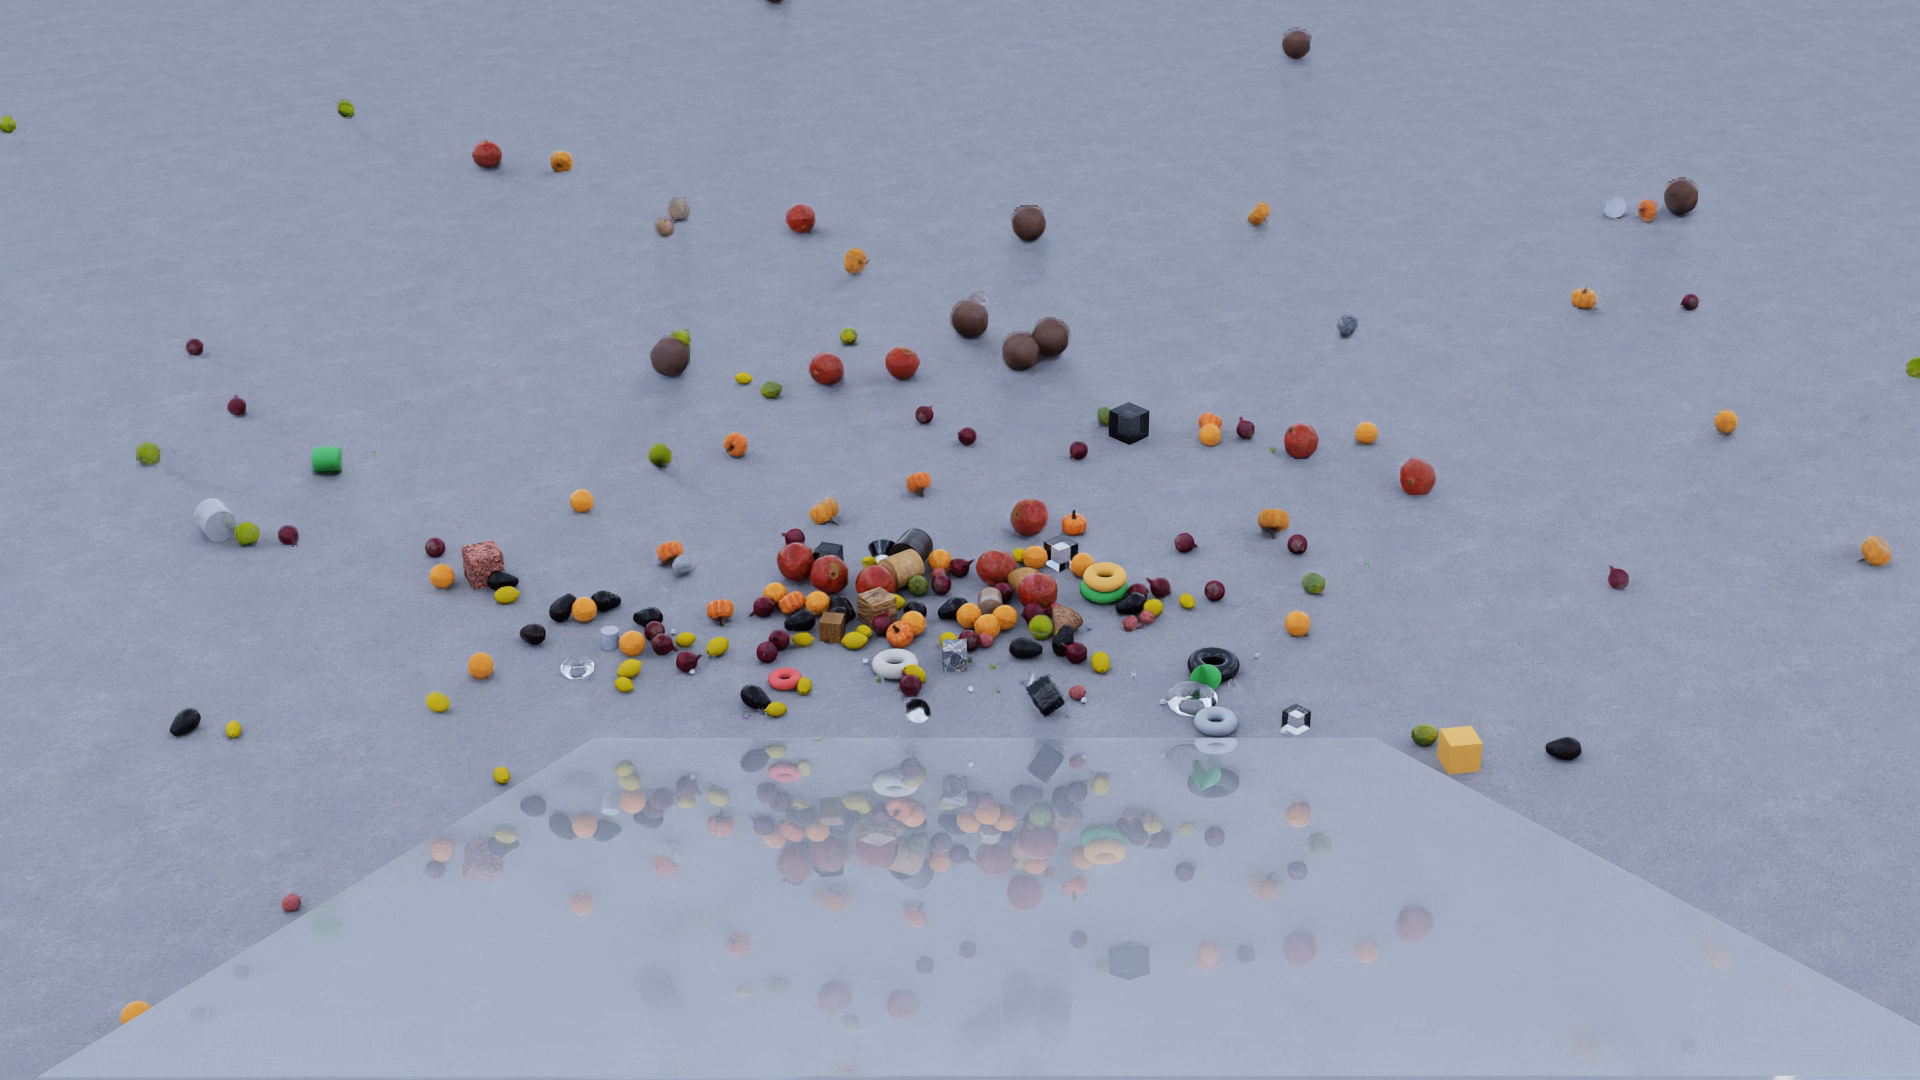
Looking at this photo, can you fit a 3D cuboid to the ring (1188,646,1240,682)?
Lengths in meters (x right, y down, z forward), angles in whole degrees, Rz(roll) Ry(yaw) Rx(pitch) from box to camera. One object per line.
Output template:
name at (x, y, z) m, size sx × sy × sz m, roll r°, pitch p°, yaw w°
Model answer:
ring at (0.693, 0.340, 7.061) m, size 0.143 × 0.048 × 0.143 m, roll 0°, pitch 30°, yaw 0°

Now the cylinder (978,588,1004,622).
cylinder at (0.086, 0.182, 7.326) m, size 0.071 × 0.071 × 0.071 m, roll -1°, pitch 30°, yaw -1°

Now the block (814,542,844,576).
block at (-0.385, 0.054, 7.567) m, size 0.067 × 0.067 × 0.067 m, roll 9°, pitch 30°, yaw 16°

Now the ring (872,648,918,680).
ring at (-0.177, 0.339, 7.067) m, size 0.128 × 0.043 × 0.128 m, roll -1°, pitch 27°, yaw 0°

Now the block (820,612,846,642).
block at (-0.357, 0.244, 7.223) m, size 0.061 × 0.061 × 0.061 m, roll 5°, pitch 29°, yaw 9°

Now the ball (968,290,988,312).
ball at (0.065, -0.854, 9.235) m, size 0.072 × 0.072 × 0.072 m, roll 0°, pitch 28°, yaw 0°

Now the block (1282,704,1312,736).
block at (0.886, 0.472, 6.810) m, size 0.053 × 0.053 × 0.053 m, roll -23°, pitch 36°, yaw -36°

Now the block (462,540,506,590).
block at (-1.384, 0.072, 7.504) m, size 0.096 × 0.096 × 0.096 m, roll -13°, pitch 31°, yaw -22°

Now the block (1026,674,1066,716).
block at (0.228, 0.414, 6.878) m, size 0.066 × 0.066 × 0.066 m, roll -34°, pitch 31°, yaw 4°

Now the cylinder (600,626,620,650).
cylinder at (-0.972, 0.272, 7.182) m, size 0.050 × 0.050 × 0.050 m, roll 0°, pitch 28°, yaw 0°

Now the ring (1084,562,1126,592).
ring at (0.415, 0.106, 7.403) m, size 0.126 × 0.042 × 0.126 m, roll -1°, pitch 31°, yaw 1°

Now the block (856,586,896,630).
block at (-0.234, 0.193, 7.297) m, size 0.080 × 0.080 × 0.080 m, roll -20°, pitch 34°, yaw -32°

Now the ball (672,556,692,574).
ball at (-0.810, 0.073, 7.543) m, size 0.056 × 0.056 × 0.056 m, roll 0°, pitch 28°, yaw 0°

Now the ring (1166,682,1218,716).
ring at (0.620, 0.425, 6.908) m, size 0.137 × 0.046 × 0.137 m, roll -1°, pitch 29°, yaw 0°

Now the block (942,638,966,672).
block at (-0.014, 0.316, 7.085) m, size 0.065 × 0.065 × 0.065 m, roll -1°, pitch 28°, yaw -1°

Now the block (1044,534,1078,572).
block at (0.296, 0.038, 7.591) m, size 0.072 × 0.072 × 0.072 m, roll -20°, pitch 34°, yaw -33°

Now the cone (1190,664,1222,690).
cone at (0.656, 0.355, 6.959) m, size 0.085 × 0.085 × 0.085 m, roll -6°, pitch 61°, yaw 11°

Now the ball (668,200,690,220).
ball at (-1.088, -1.278, 10.005) m, size 0.083 × 0.083 × 0.083 m, roll 0°, pitch 28°, yaw 0°

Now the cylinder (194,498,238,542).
cylinder at (-2.231, -0.061, 7.746) m, size 0.098 × 0.098 × 0.098 m, roll -17°, pitch 33°, yaw -28°

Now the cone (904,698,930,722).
cone at (-0.107, 0.446, 6.869) m, size 0.067 × 0.067 × 0.067 m, roll 6°, pitch 9°, yaw 10°

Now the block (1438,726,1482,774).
block at (1.286, 0.540, 6.652) m, size 0.085 × 0.085 × 0.085 m, roll -5°, pitch 29°, yaw -9°

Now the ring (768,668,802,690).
ring at (-0.475, 0.377, 7.010) m, size 0.093 × 0.031 × 0.093 m, roll -1°, pitch 29°, yaw 1°

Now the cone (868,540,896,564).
cone at (-0.226, 0.059, 7.586) m, size 0.089 × 0.089 × 0.089 m, roll 0°, pitch 56°, yaw 0°

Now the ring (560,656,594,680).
ring at (-1.045, 0.349, 7.062) m, size 0.092 × 0.031 × 0.092 m, roll 0°, pitch 30°, yaw 0°

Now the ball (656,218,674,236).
ball at (-1.124, -1.192, 9.861) m, size 0.069 × 0.069 × 0.069 m, roll 0°, pitch 28°, yaw 0°

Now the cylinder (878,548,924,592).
cylinder at (-0.171, 0.086, 7.475) m, size 0.098 × 0.098 × 0.098 m, roll -21°, pitch 35°, yaw -34°

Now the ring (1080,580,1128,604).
ring at (0.414, 0.138, 7.434) m, size 0.140 × 0.047 × 0.140 m, roll -1°, pitch 29°, yaw 1°

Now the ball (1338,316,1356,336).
ball at (1.354, -0.750, 9.047) m, size 0.068 × 0.068 × 0.068 m, roll 0°, pitch 28°, yaw 0°

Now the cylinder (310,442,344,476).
cylinder at (-1.987, -0.251, 8.116) m, size 0.080 × 0.080 × 0.080 m, roll -31°, pitch 34°, yaw -5°

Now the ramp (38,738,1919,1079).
ramp at (0.064, 0.575, 4.618) m, size 2.000 × 0.100 × 4.000 m, roll 0°, pitch 1°, yaw 0°

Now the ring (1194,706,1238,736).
ring at (0.675, 0.479, 6.815) m, size 0.116 × 0.039 × 0.116 m, roll -1°, pitch 29°, yaw 0°

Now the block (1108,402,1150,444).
block at (0.545, -0.376, 8.334) m, size 0.091 × 0.091 × 0.091 m, roll -25°, pitch 37°, yaw -38°

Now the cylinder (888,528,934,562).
cylinder at (-0.143, 0.032, 7.575) m, size 0.099 × 0.099 × 0.099 m, roll 11°, pitch 30°, yaw 19°

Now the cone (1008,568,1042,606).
cone at (0.188, 0.147, 7.419) m, size 0.099 × 0.099 × 0.099 m, roll -2°, pitch 55°, yaw -3°

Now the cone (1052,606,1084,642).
cone at (0.283, 0.251, 7.230) m, size 0.095 × 0.095 × 0.095 m, roll 14°, pitch 58°, yaw 24°
